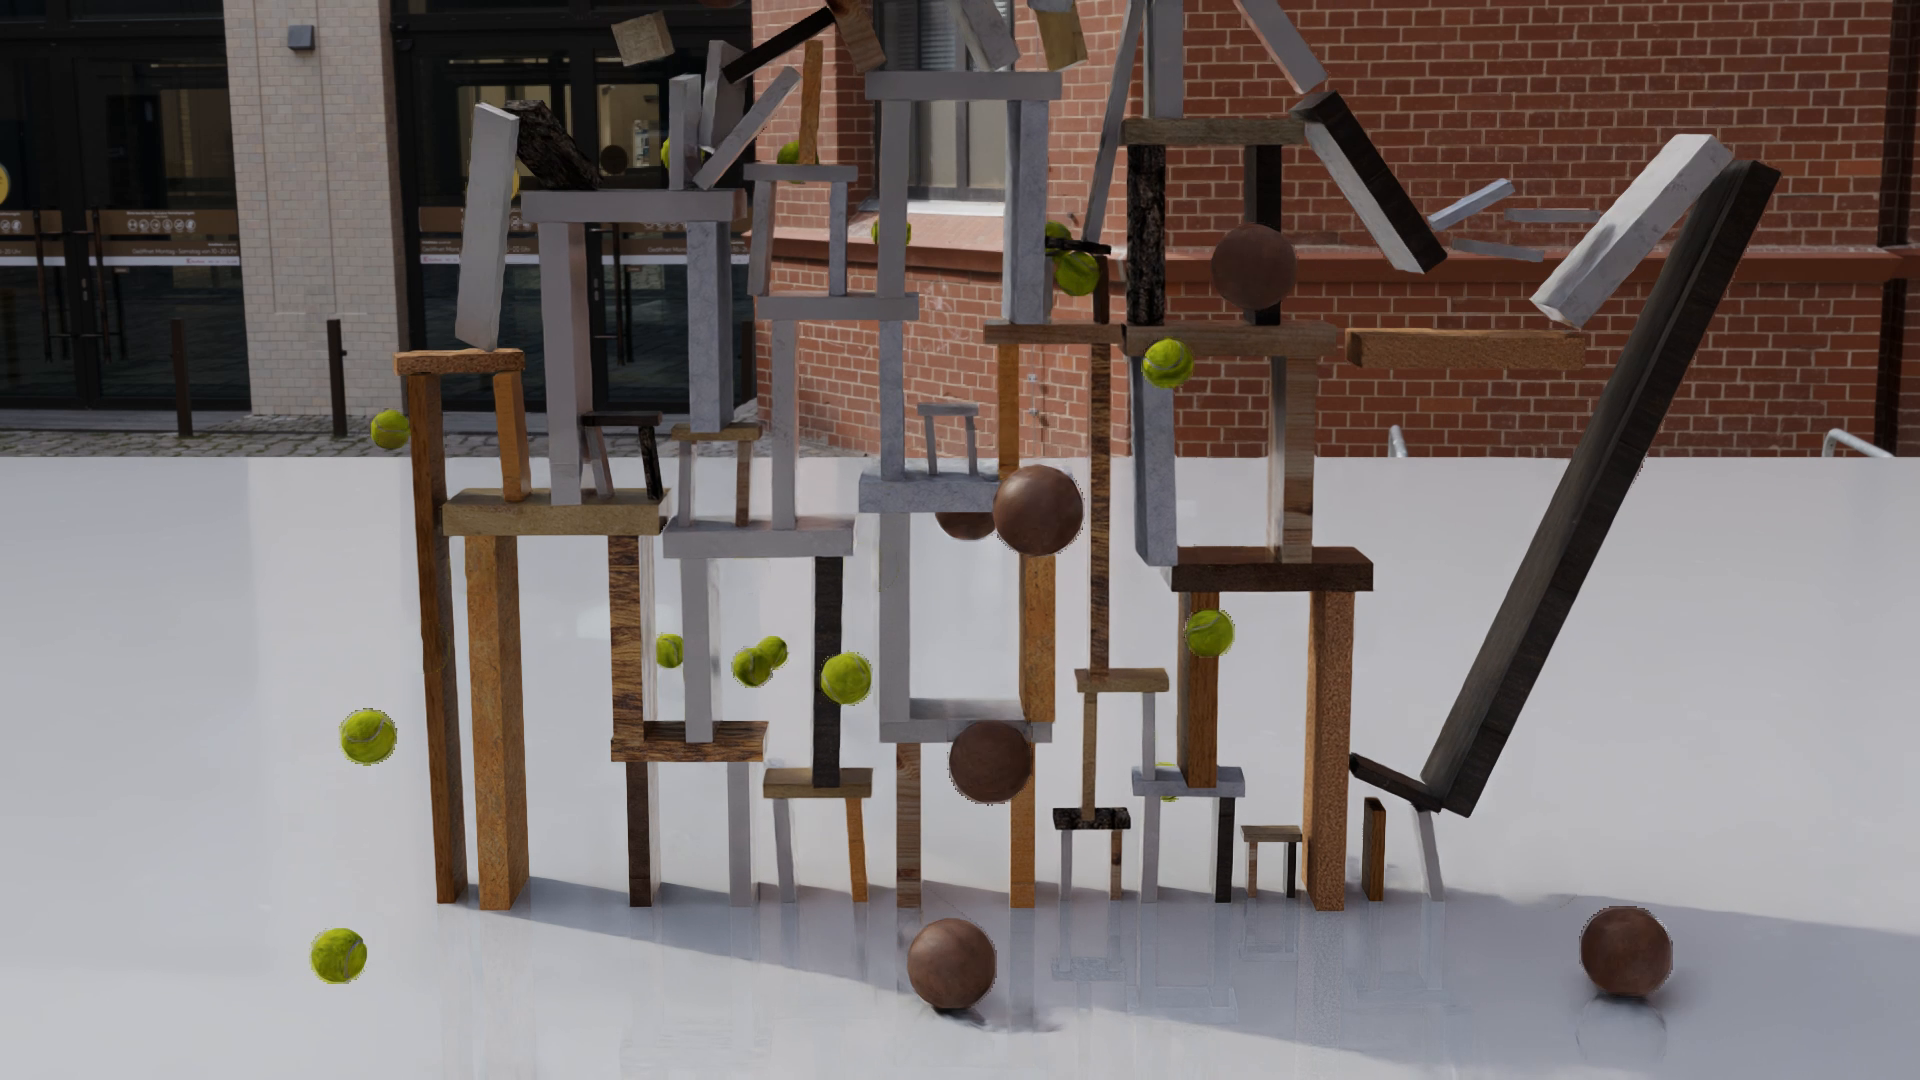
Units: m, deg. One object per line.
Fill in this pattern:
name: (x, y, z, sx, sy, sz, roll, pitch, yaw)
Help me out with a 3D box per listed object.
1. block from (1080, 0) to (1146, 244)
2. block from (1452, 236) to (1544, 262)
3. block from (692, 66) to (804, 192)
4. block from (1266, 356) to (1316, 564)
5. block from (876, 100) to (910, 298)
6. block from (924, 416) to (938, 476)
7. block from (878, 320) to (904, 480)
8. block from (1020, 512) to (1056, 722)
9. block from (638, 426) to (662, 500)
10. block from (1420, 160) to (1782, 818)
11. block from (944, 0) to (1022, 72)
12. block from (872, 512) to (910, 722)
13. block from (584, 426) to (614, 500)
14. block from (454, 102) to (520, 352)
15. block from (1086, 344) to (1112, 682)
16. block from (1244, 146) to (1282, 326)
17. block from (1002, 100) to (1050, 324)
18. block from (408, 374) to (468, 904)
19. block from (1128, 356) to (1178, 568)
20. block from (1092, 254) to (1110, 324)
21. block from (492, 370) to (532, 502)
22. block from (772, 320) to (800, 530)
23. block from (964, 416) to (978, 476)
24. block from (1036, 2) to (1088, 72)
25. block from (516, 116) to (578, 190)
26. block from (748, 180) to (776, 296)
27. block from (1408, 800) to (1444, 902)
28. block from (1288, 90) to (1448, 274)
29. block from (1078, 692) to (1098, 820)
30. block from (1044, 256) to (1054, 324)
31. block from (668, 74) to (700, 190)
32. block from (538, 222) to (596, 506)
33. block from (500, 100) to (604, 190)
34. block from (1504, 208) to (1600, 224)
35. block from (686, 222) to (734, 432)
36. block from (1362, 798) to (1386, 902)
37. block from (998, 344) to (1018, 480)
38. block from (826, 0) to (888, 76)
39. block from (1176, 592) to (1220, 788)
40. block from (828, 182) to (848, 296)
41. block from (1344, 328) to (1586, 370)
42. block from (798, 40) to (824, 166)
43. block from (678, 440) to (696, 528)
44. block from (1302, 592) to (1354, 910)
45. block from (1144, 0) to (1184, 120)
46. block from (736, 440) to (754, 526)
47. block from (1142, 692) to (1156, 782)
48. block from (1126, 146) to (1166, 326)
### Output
block: (0.243, -0.672, 3.451, 0.021, 0.414, 0.073, 10, 5, -4)
block: (0.850, -0.459, 3.480, 0.132, 0.019, 0.066, 8, 11, 0)
block: (-0.327, -0.636, 3.398, 0.027, 0.227, 0.094, 40, 8, -8)
block: (0.532, -0.138, 3.538, 0.047, 0.329, 0.164, 0, 9, -1)
block: (-0.106, -0.538, 3.461, 0.043, 0.301, 0.150, 2, 11, -3)
block: (-0.047, -0.154, 3.529, 0.014, 0.098, 0.049, -5, 11, -1)
block: (-0.108, -0.230, 3.516, 0.036, 0.253, 0.126, -1, 11, -1)
block: (0.125, 0.109, 3.581, 0.048, 0.340, 0.170, -1, 11, -1)
block: (-0.497, -0.128, 3.535, 0.017, 0.119, 0.059, -7, 11, 0)
block: (1.018, -0.081, 3.543, 0.049, 1.118, 0.173, 23, 10, -4)
block: (-0.011, -0.879, 3.390, 0.046, 0.324, 0.162, -28, 13, -1)
block: (-0.113, 0.110, 3.579, 0.048, 0.340, 0.170, -1, 11, -6)
block: (-0.579, -0.128, 3.533, 0.017, 0.119, 0.059, -10, 10, 1)
block: (-0.744, -0.486, 3.453, 0.070, 0.398, 0.020, 24, 32, 19)
block: (0.223, -0.048, 3.538, 0.030, 0.544, 0.108, 0, 11, 1)
block: (0.480, -0.485, 3.491, 0.039, 0.277, 0.139, -1, 9, 0)
block: (0.102, -0.519, 3.474, 0.043, 0.344, 0.150, 0, 10, -8)
block: (-0.852, 0.161, 3.593, 0.028, 0.871, 0.100, -1, 10, 0)
block: (0.308, -0.134, 3.517, 0.047, 0.329, 0.164, -3, 9, -3)
block: (0.222, -0.397, 3.475, 0.015, 0.104, 0.052, -4, 11, -8)
block: (-0.717, -0.169, 3.526, 0.028, 0.200, 0.100, -4, 10, -2)
block: (-0.279, -0.192, 3.522, 0.036, 0.333, 0.126, 1, 11, -1)
block: (0.018, -0.154, 3.529, 0.014, 0.098, 0.049, -5, 11, 1)
block: (0.155, -0.815, 3.453, 0.021, 0.146, 0.073, -15, 4, -36)
block: (-0.663, -0.602, 3.431, 0.070, 0.140, 0.020, 11, 59, 46)
block: (-0.311, -0.477, 3.463, 0.025, 0.176, 0.088, 5, 11, 1)
block: (0.776, 0.513, 3.657, 0.022, 0.155, 0.077, -11, 10, 2)
block: (0.642, -0.564, 3.472, 0.044, 0.314, 0.157, -37, 11, 1)
block: (0.210, 0.346, 3.616, 0.021, 0.216, 0.075, 0, 11, -1)
block: (0.134, -0.394, 3.460, 0.015, 0.103, 0.052, 0, 11, -8)
block: (-0.428, -0.635, 3.420, 0.024, 0.169, 0.085, 6, 19, 10)
block: (-0.624, -0.286, 3.504, 0.046, 0.441, 0.163, -1, 11, 0)
block: (-0.634, -0.615, 3.427, 0.085, 0.169, 0.024, 11, 59, 43)
block: (0.932, -0.512, 3.466, 0.132, 0.019, 0.066, 0, 12, -2)
block: (-0.396, -0.344, 3.493, 0.046, 0.327, 0.163, 0, 11, 2)
block: (0.688, 0.514, 3.657, 0.022, 0.155, 0.077, 0, 11, 0)
block: (0.076, -0.211, 3.519, 0.030, 0.215, 0.108, 0, 11, 0)
block: (-0.201, -0.877, 3.383, 0.046, 0.324, 0.162, -24, 11, 2)
block: (0.388, 0.228, 3.593, 0.045, 0.320, 0.160, 0, 9, -1)
block: (-0.192, -0.477, 3.470, 0.025, 0.176, 0.088, 1, 11, -1)
block: (0.801, -0.306, 3.510, 0.347, 0.049, 0.173, 1, 9, 1)
block: (-0.233, -0.681, 3.427, 0.027, 0.188, 0.094, 4, 10, -4)
block: (-0.440, -0.095, 3.544, 0.020, 0.139, 0.069, 3, 11, -1)
block: (0.604, 0.330, 3.620, 0.045, 0.528, 0.160, 0, 10, 0)
block: (0.318, -0.856, 3.439, 0.044, 0.393, 0.157, -1, 9, -1)
block: (-0.347, -0.096, 3.544, 0.020, 0.139, 0.069, 3, 11, -1)
block: (0.309, 0.312, 3.609, 0.021, 0.149, 0.075, 0, 11, 3)
block: (0.293, -0.482, 3.476, 0.039, 0.277, 0.139, -1, 9, -4)
